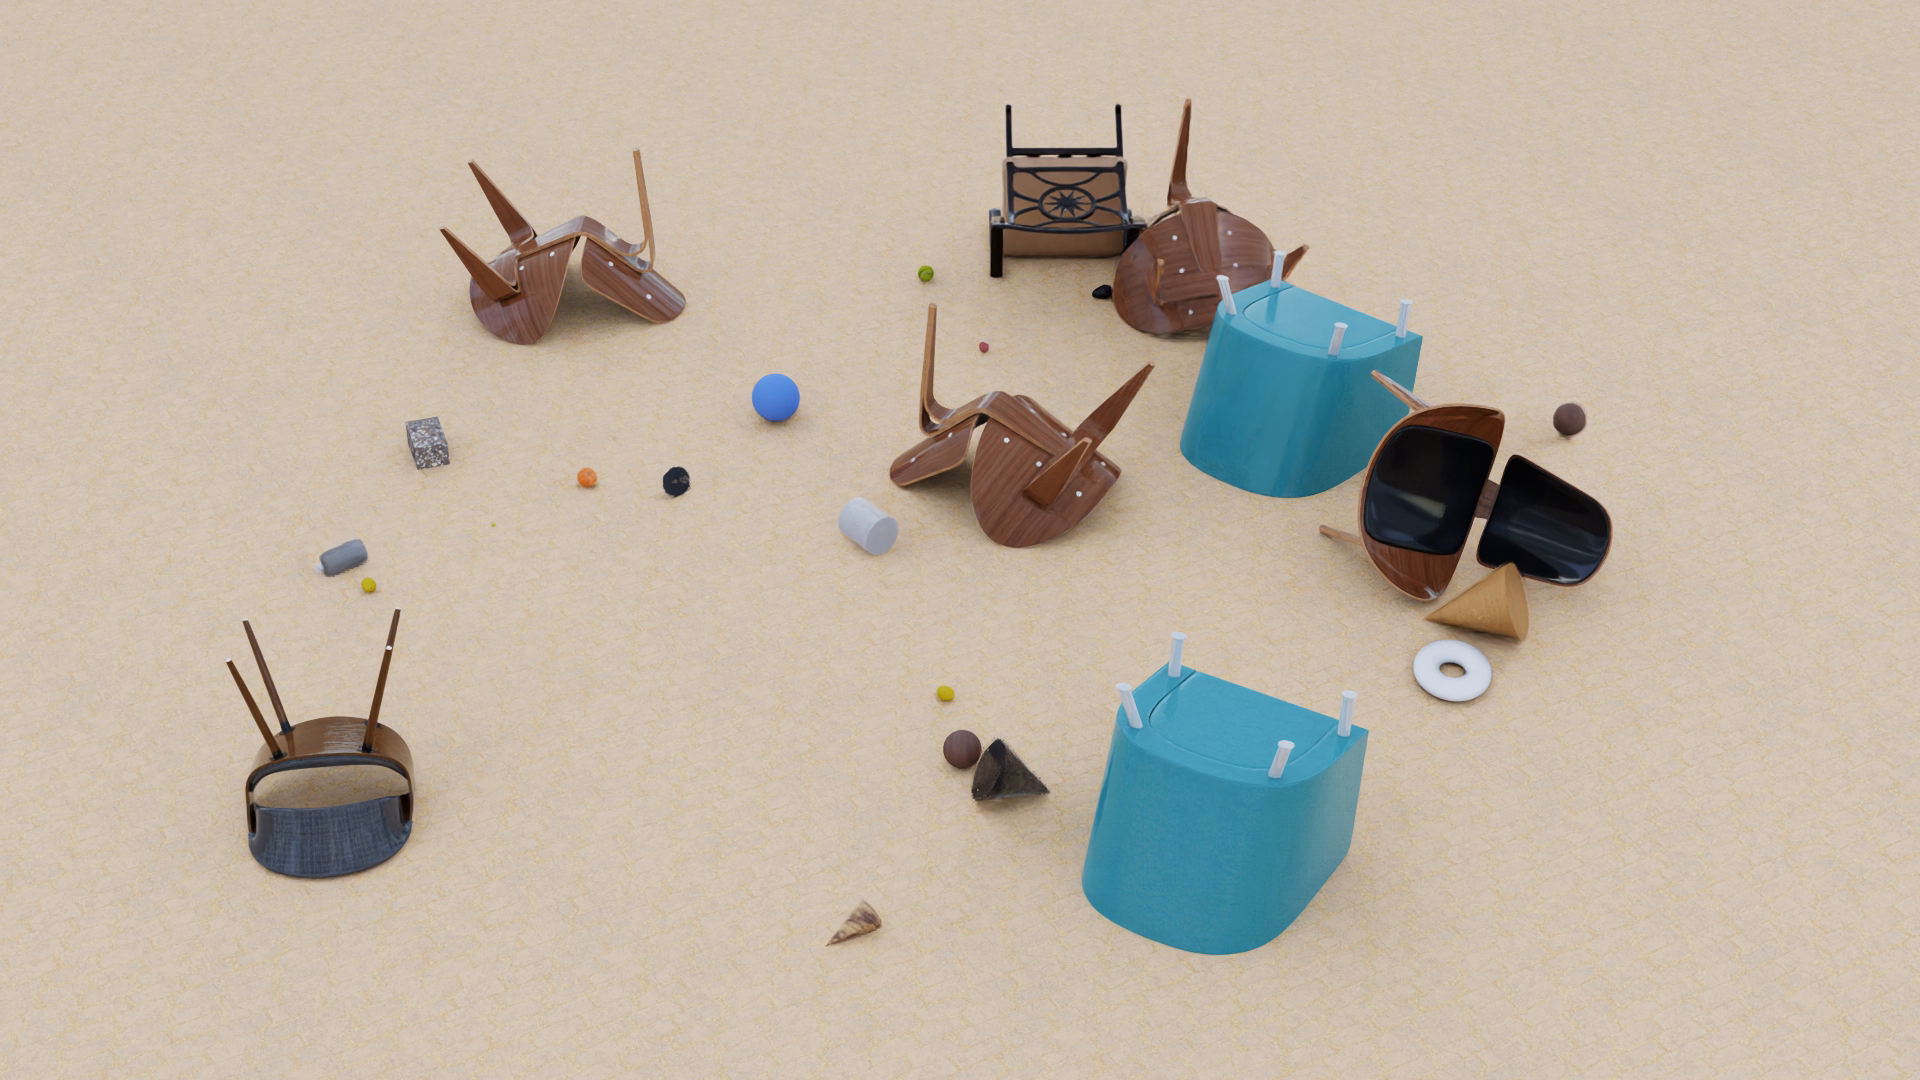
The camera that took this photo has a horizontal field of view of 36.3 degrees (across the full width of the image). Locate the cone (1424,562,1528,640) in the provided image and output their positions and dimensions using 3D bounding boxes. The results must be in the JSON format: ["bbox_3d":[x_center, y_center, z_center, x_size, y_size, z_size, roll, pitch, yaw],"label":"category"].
[{"bbox_3d":[1.814,0.252,10.444,0.348,0.276,0.320,-12,15,22],"label":"cone"}]

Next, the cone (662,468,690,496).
[{"bbox_3d":[-1.112,-0.218,11.232,0.128,0.109,0.094,-34,16,-36],"label":"cone"}]

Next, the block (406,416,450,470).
[{"bbox_3d":[-2.075,-0.378,11.428,0.127,0.099,0.209,-11,35,-16],"label":"block"}]

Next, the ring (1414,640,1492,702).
[{"bbox_3d":[1.714,0.453,10.205,0.272,0.059,0.347,3,33,4],"label":"ring"}]

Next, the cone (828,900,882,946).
[{"bbox_3d":[-0.346,1.206,9.071,0.181,0.098,0.112,-36,29,-16],"label":"cone"}]

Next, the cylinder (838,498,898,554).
[{"bbox_3d":[-0.340,-0.052,10.884,0.150,0.155,0.175,5,22,-45],"label":"cylinder"}]

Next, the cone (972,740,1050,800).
[{"bbox_3d":[0.197,0.794,9.645,0.231,0.242,0.211,21,67,-17],"label":"cone"}]

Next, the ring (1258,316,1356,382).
[{"bbox_3d":[1.423,-0.783,12.005,0.399,0.142,0.413,16,36,20],"label":"ring"}]

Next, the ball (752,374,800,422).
[{"bbox_3d":[-0.730,-0.565,11.628,0.192,0.192,0.192,0,33,0],"label":"ball"}]
